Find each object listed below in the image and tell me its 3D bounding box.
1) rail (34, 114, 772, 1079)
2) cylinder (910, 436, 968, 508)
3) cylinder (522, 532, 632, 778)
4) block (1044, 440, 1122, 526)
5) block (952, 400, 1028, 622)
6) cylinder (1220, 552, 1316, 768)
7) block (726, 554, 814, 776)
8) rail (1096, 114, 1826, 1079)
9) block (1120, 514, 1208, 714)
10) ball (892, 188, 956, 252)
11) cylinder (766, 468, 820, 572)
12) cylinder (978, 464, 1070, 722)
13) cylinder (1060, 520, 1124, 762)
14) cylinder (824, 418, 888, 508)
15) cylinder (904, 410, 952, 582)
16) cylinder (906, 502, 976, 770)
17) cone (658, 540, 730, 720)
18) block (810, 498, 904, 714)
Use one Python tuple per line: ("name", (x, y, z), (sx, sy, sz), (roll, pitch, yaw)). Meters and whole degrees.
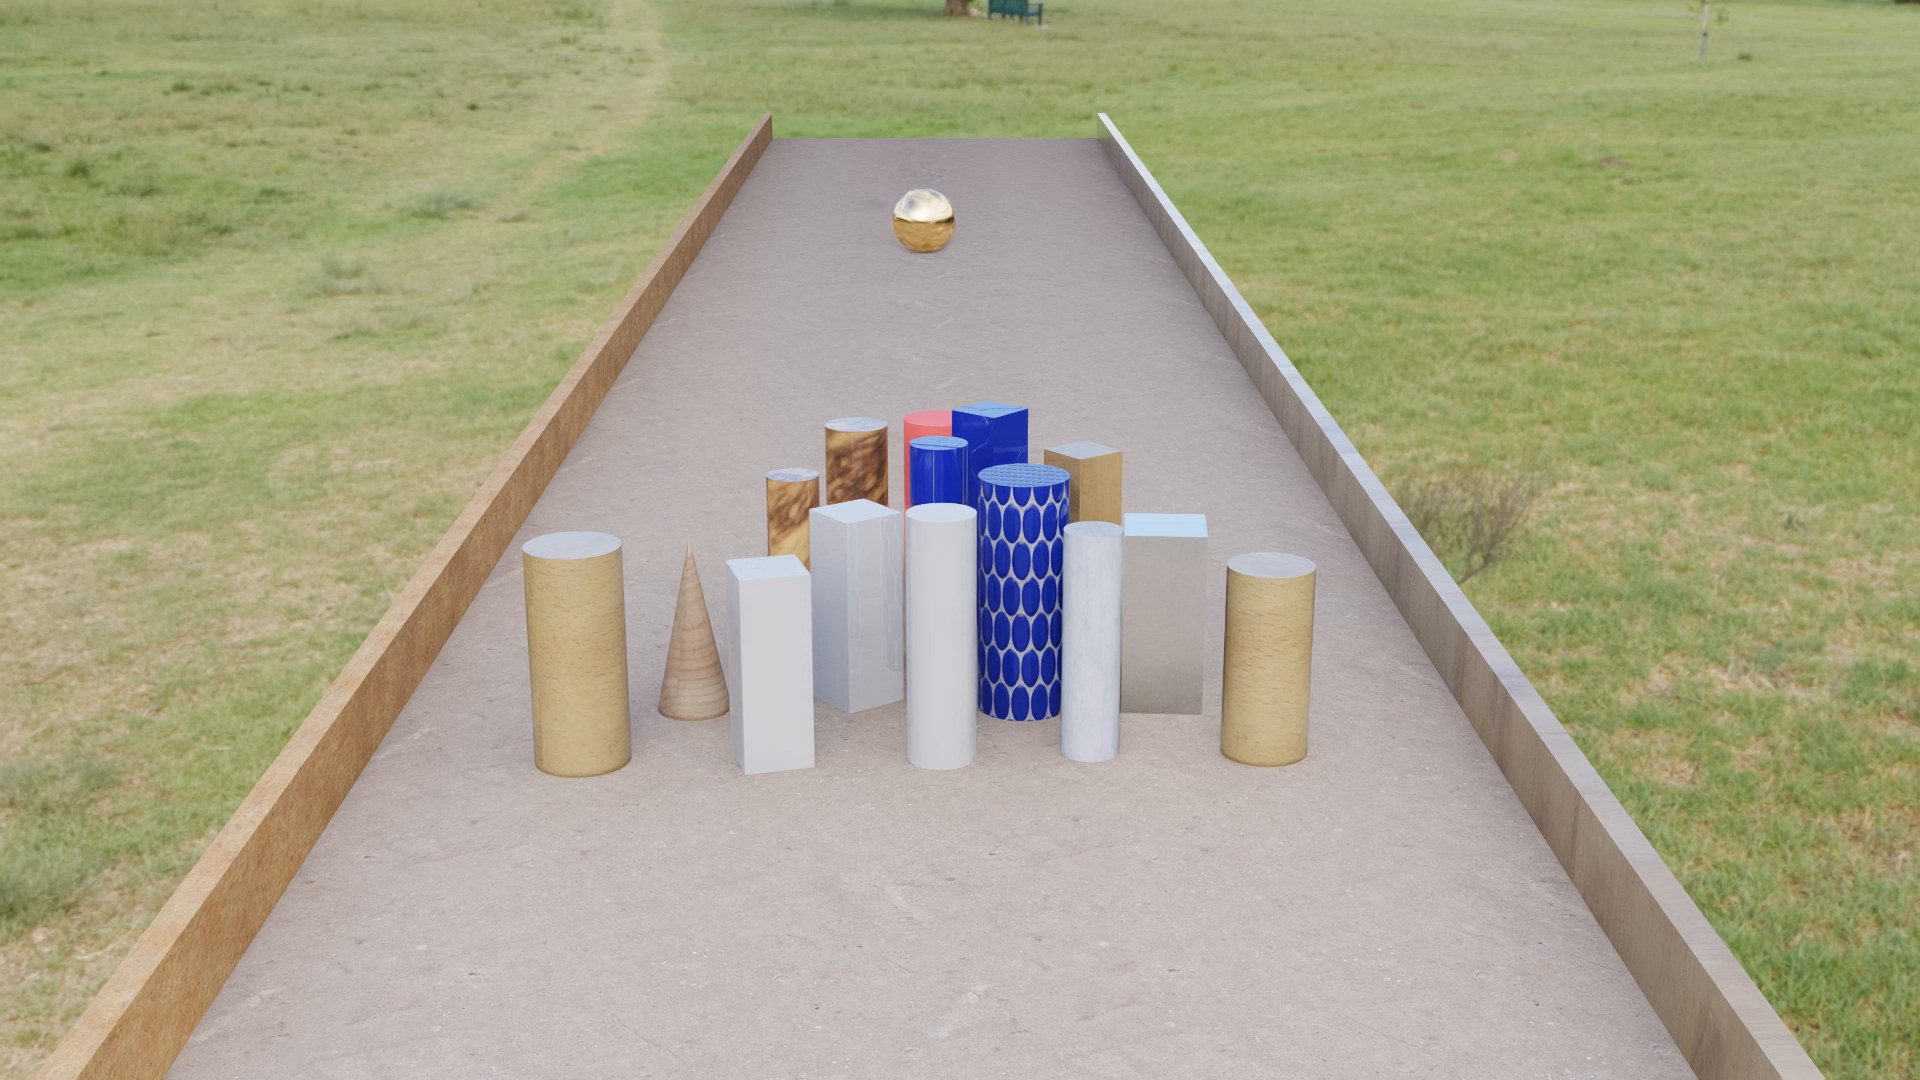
("rail", (-1.118, -0.838, 7.780), (0.050, 0.150, 12.000), (0, 17, -1))
("cylinder", (-0.042, 0.026, 4.352), (0.115, 0.449, 0.115), (0, 17, 0))
("cylinder", (-0.670, 0.200, 3.857), (0.170, 0.398, 0.170), (0, 17, 0))
("block", (0.241, 0.031, 4.365), (0.109, 0.432, 0.109), (-12, 21, -36))
("block", (0.062, -0.056, 4.626), (0.113, 0.450, 0.113), (13, 21, 38))
("cylinder", (0.546, 0.211, 3.903), (0.155, 0.350, 0.155), (0, 17, 0))
("block", (-0.334, 0.218, 3.868), (0.125, 0.356, 0.125), (-5, 17, -16))
("rail", (0.932, -0.844, 7.801), (0.050, 0.150, 12.000), (0, 17, -1))
("block", (0.383, 0.138, 4.151), (0.152, 0.348, 0.152), (1, 17, 4))
("ball", (-0.152, -1.351, 9.299), (0.269, 0.269, 0.269), (0, 17, 0))
("cylinder", (-0.330, 0.053, 4.383), (0.104, 0.379, 0.104), (0, 17, 0))
("cylinder", (0.118, 0.097, 4.109), (0.171, 0.451, 0.171), (0, 17, 0))
("cylinder", (0.233, 0.180, 3.893), (0.105, 0.415, 0.105), (0, 17, 0))
("cylinder", (-0.216, -0.040, 4.628), (0.131, 0.418, 0.131), (0, 17, 0))
("cylinder", (-0.047, -0.087, 4.864), (0.153, 0.374, 0.153), (0, 17, 0))
("cylinder", (-0.032, 0.170, 3.861), (0.124, 0.453, 0.124), (0, 17, 0))
("cone", (-0.502, 0.157, 4.113), (0.139, 0.335, 0.139), (0, 17, 0))
("block", (-0.195, 0.124, 4.159), (0.124, 0.372, 0.124), (-12, 20, -35))
